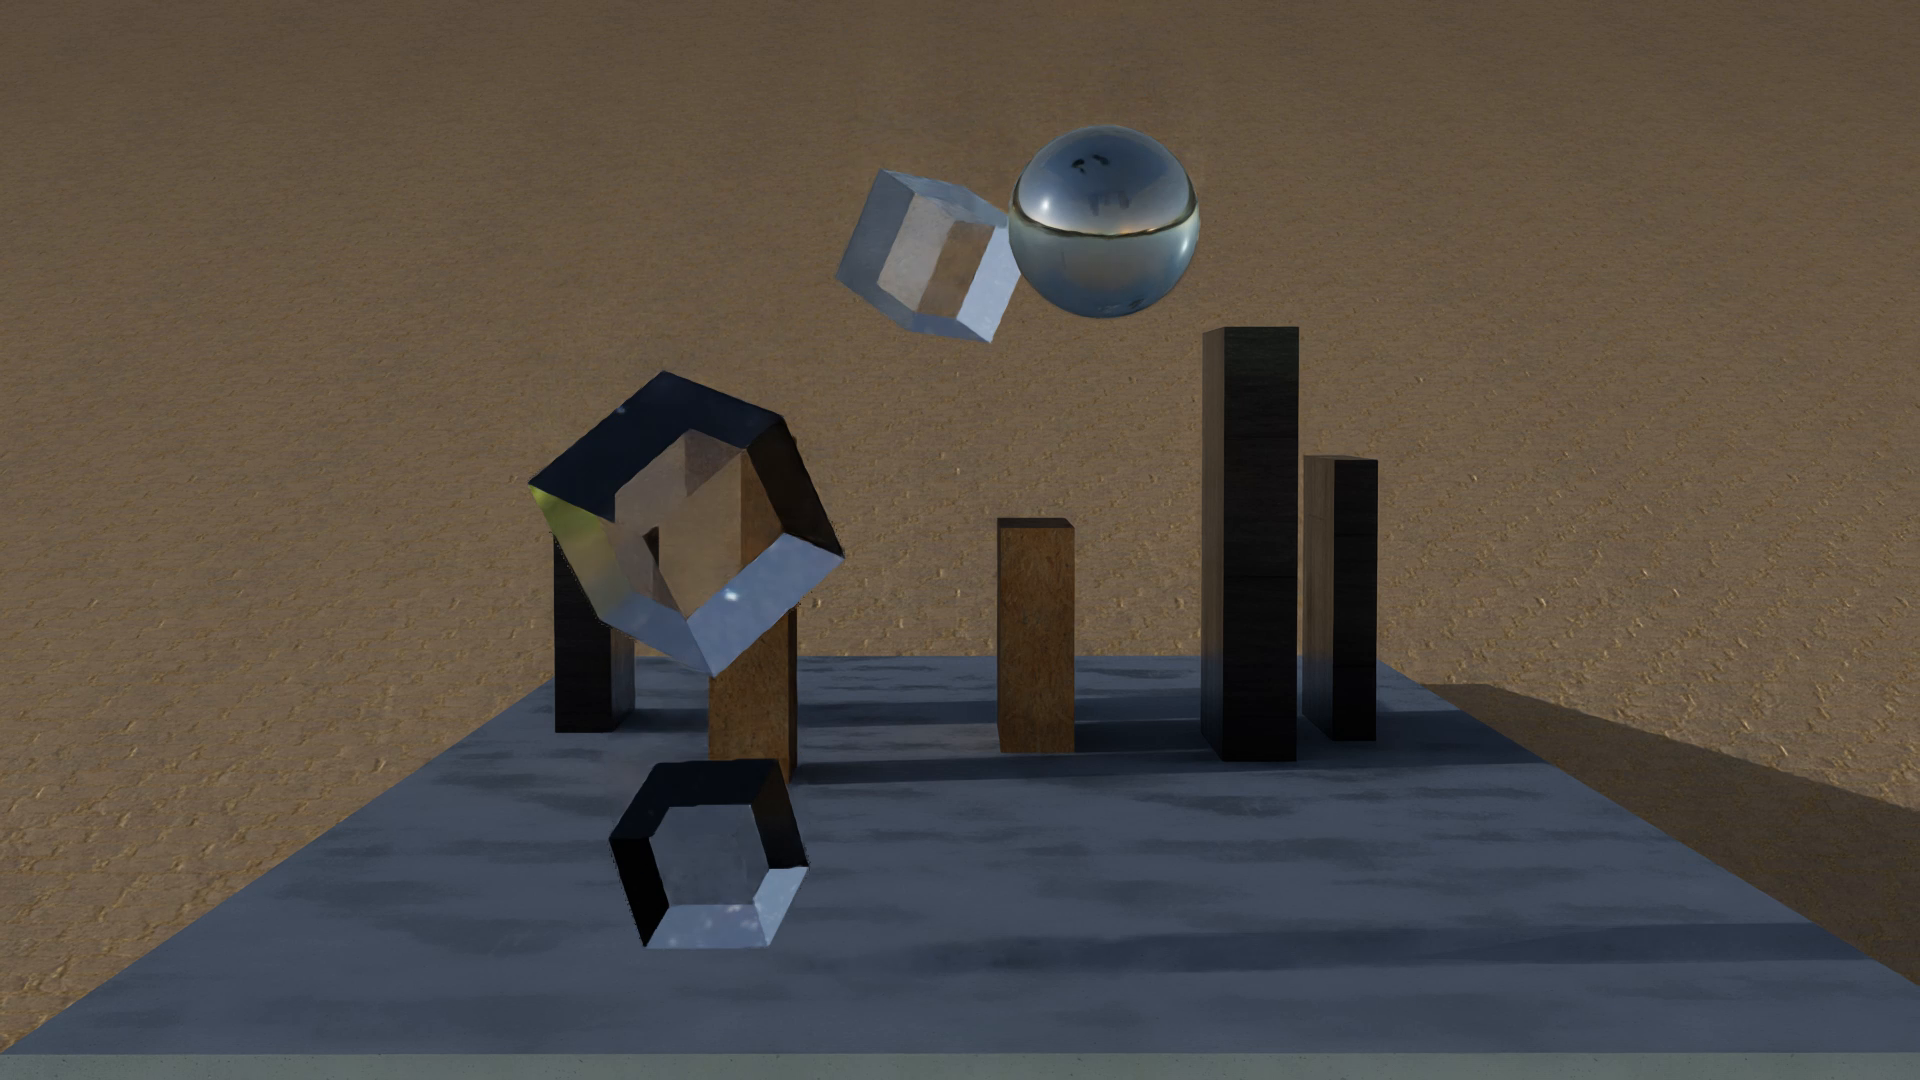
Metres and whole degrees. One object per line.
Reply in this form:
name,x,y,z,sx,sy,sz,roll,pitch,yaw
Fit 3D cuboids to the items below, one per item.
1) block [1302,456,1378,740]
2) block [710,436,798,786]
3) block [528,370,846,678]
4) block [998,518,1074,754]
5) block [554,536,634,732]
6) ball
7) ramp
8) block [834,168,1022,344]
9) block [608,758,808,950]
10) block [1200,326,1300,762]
block,0.747,0.104,5.075,0.083,0.533,0.427,0,3,0
block,-0.354,0.115,4.418,0.132,0.581,0.244,0,3,0
block,-0.257,-0.018,2.428,0.179,0.179,0.179,22,55,42
block,0.142,0.173,4.910,0.135,0.413,0.419,0,3,0
block,-0.733,0.161,5.174,0.110,0.409,0.366,0,3,0
ball,0.142,-0.316,2.549,0.191,0.191,0.191,0,21,0
ramp,0.050,0.450,4.532,2.000,0.100,4.000,0,3,0
block,-0.025,-0.291,2.643,0.124,0.124,0.124,4,27,-47
block,-0.279,0.352,2.886,0.150,0.150,0.150,-4,27,19
block,0.535,-0.002,4.781,0.132,0.775,0.410,0,3,0
